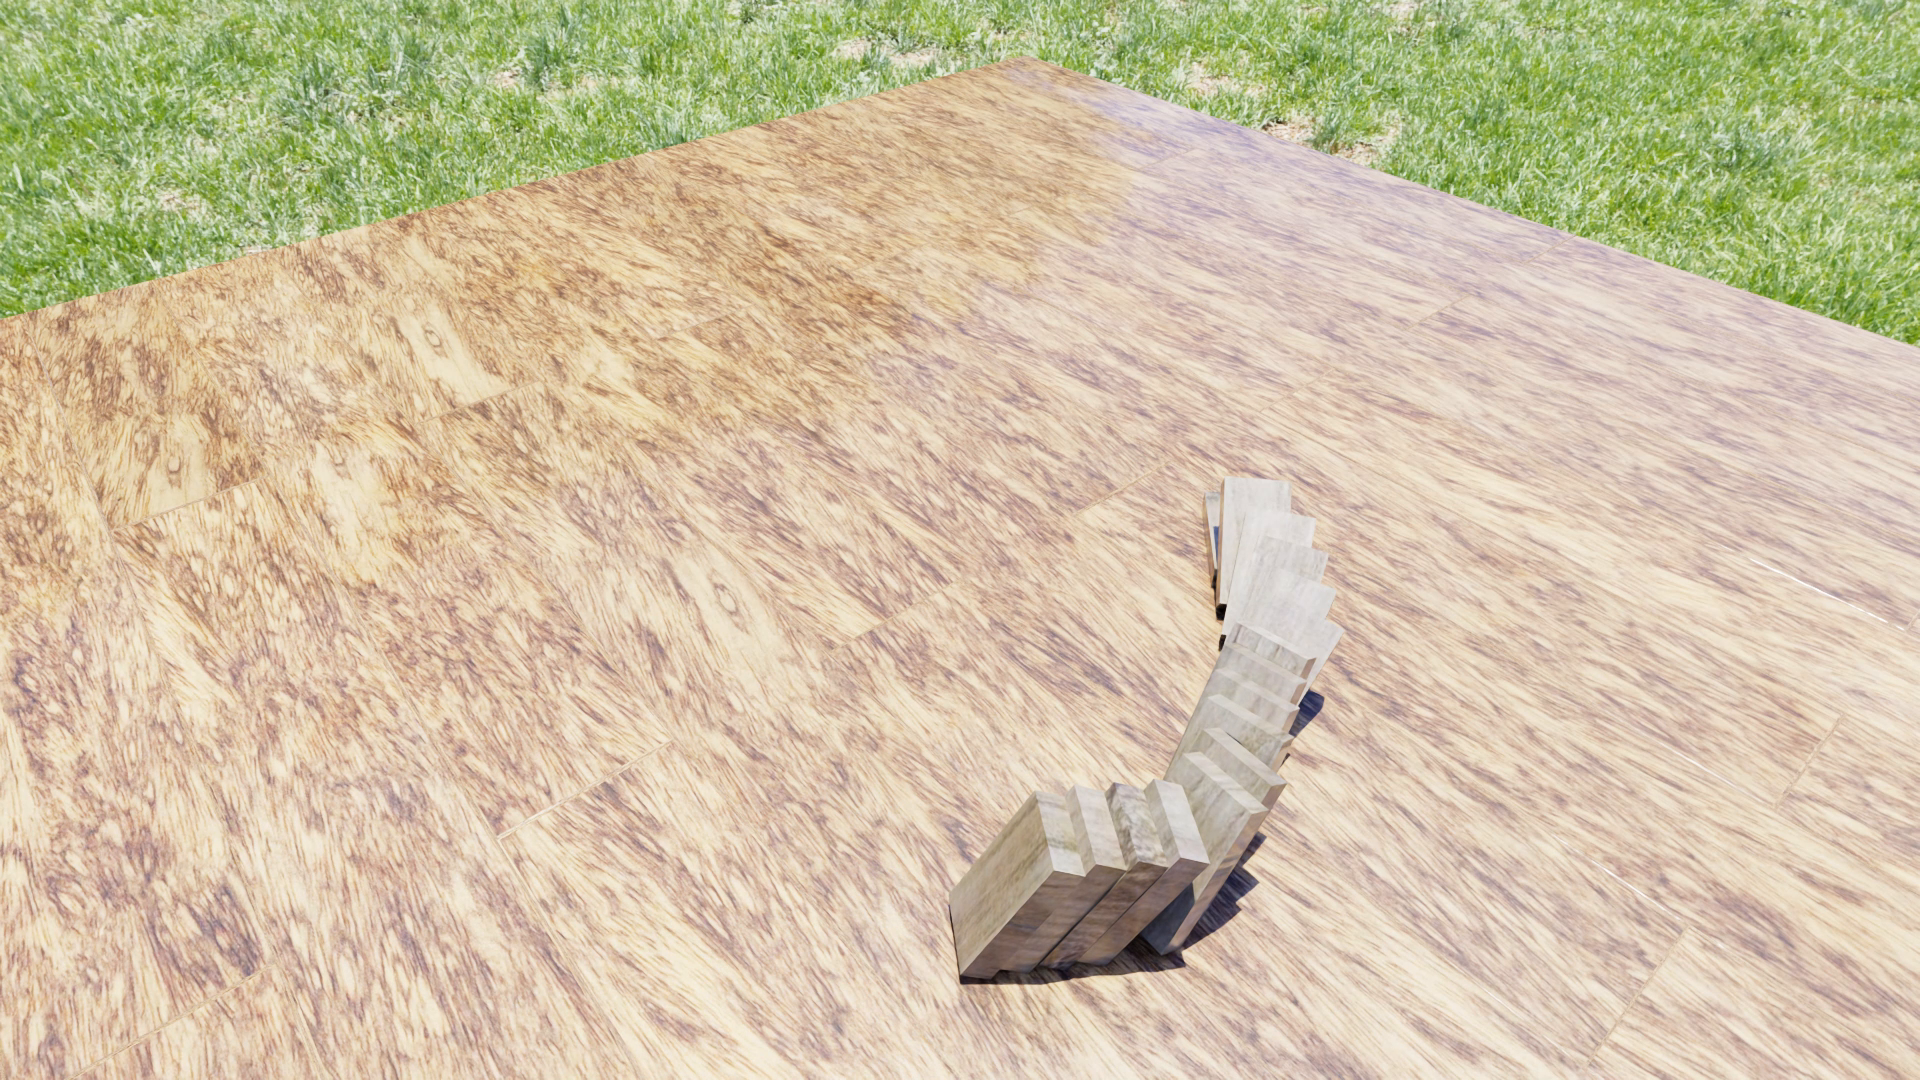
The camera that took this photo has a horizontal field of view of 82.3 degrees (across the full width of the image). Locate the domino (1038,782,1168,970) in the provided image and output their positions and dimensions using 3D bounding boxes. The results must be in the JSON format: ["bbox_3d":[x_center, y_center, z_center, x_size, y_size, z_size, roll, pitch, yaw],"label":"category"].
[{"bbox_3d":[0.036,0.092,0.300,0.009,0.050,0.025,18,34,-23],"label":"domino"}]

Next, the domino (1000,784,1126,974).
[{"bbox_3d":[0.025,0.093,0.299,0.009,0.050,0.025,18,34,-23],"label":"domino"}]

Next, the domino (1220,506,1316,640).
[{"bbox_3d":[0.113,0.014,0.405,0.025,0.010,0.050,12,75,13],"label":"domino"}]

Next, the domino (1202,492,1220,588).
[{"bbox_3d":[0.113,0.000,0.444,0.025,0.010,0.050,3,39,4],"label":"domino"}]

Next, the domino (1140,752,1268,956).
[{"bbox_3d":[0.062,0.087,0.307,0.009,0.050,0.025,6,26,-47],"label":"domino"}]

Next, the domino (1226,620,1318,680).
[{"bbox_3d":[0.090,0.053,0.348,0.025,0.050,0.009,30,16,31],"label":"domino"}]

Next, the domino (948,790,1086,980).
[{"bbox_3d":[0.014,0.094,0.298,0.010,0.050,0.025,18,34,-23],"label":"domino"}]

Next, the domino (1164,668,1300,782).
[{"bbox_3d":[0.079,0.067,0.332,0.025,0.050,0.010,30,17,31],"label":"domino"}]

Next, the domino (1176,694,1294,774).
[{"bbox_3d":[0.075,0.074,0.323,0.025,0.050,0.009,30,17,31],"label":"domino"}]

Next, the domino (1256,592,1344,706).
[{"bbox_3d":[0.103,0.045,0.365,0.025,0.009,0.050,32,81,21],"label":"domino"}]

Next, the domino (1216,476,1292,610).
[{"bbox_3d":[0.112,0.002,0.419,0.025,0.010,0.050,5,75,5],"label":"domino"}]

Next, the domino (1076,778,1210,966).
[{"bbox_3d":[0.046,0.091,0.301,0.010,0.050,0.025,18,34,-23],"label":"domino"}]

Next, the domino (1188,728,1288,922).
[{"bbox_3d":[0.069,0.082,0.314,0.010,0.050,0.025,6,26,-47],"label":"domino"}]

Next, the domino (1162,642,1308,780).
[{"bbox_3d":[0.084,0.060,0.340,0.025,0.050,0.010,30,16,31],"label":"domino"}]

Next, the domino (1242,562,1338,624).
[{"bbox_3d":[0.107,0.036,0.378,0.025,0.009,0.050,23,78,20],"label":"domino"}]

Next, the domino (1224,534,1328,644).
[{"bbox_3d":[0.111,0.025,0.391,0.025,0.010,0.050,17,77,17],"label":"domino"}]
